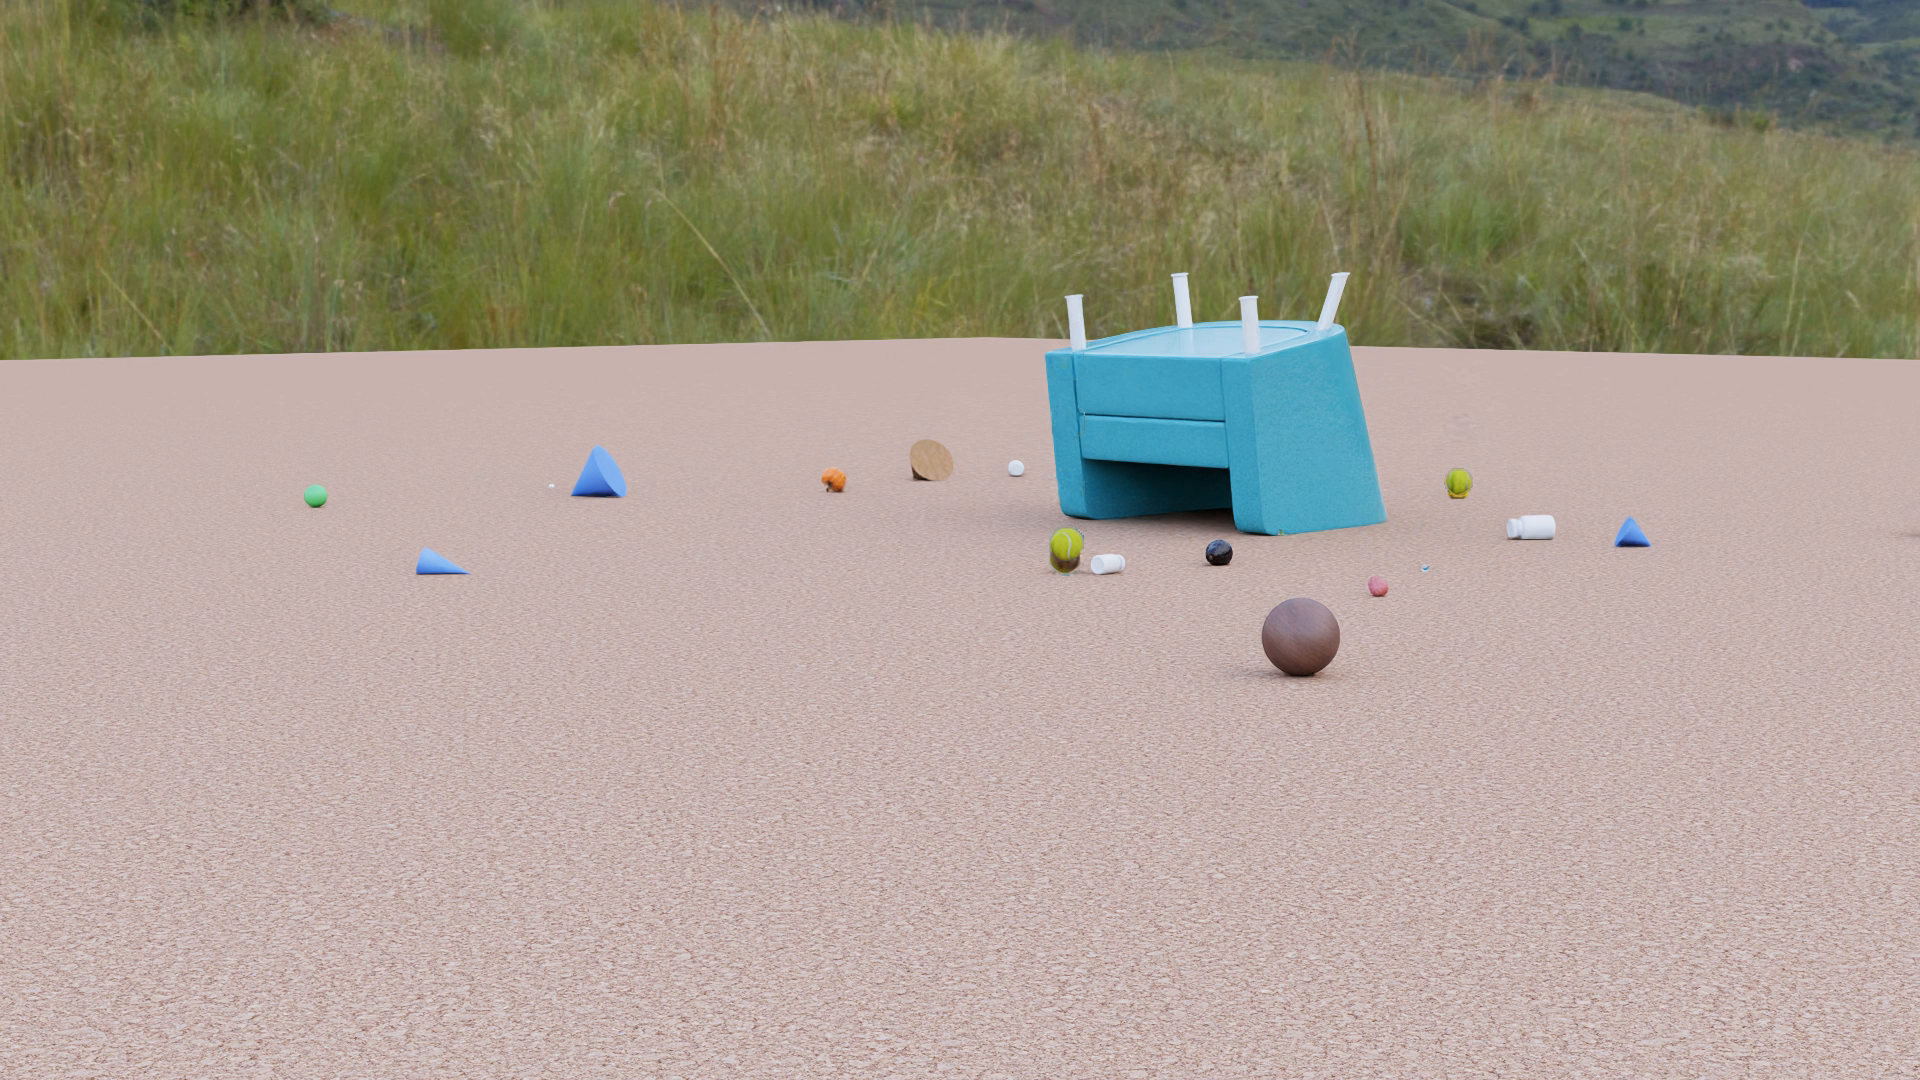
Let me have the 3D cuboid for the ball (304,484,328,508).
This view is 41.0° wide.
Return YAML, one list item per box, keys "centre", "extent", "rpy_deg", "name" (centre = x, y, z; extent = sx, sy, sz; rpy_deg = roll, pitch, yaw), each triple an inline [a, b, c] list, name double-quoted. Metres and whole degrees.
- centre: [-1.837, -0.126, 7.318]
  extent: [0.065, 0.065, 0.065]
  rpy_deg: [0, 6, 0]
  name: "ball"

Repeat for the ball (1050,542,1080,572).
- centre: [0.233, 0.038, 5.706]
  extent: [0.069, 0.069, 0.069]
  rpy_deg: [0, 6, 0]
  name: "ball"

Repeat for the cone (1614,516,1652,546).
- centre: [1.653, -0.003, 6.261]
  extent: [0.079, 0.080, 0.084]
  rpy_deg: [28, -19, 2]
  name: "cone"

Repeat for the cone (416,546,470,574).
- centre: [-1.137, 0.060, 5.682]
  extent: [0.114, 0.061, 0.067]
  rpy_deg: [16, 40, 1]
  name: "cone"

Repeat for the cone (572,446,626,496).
- centre: [-1.108, -0.170, 7.693]
  extent: [0.145, 0.168, 0.187]
  rpy_deg: [-31, 39, 11]
  name: "cone"

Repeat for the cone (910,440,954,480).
- centre: [-0.122, -0.231, 8.335]
  extent: [0.163, 0.149, 0.130]
  rpy_deg: [-6, -22, -33]
  name: "cone"
